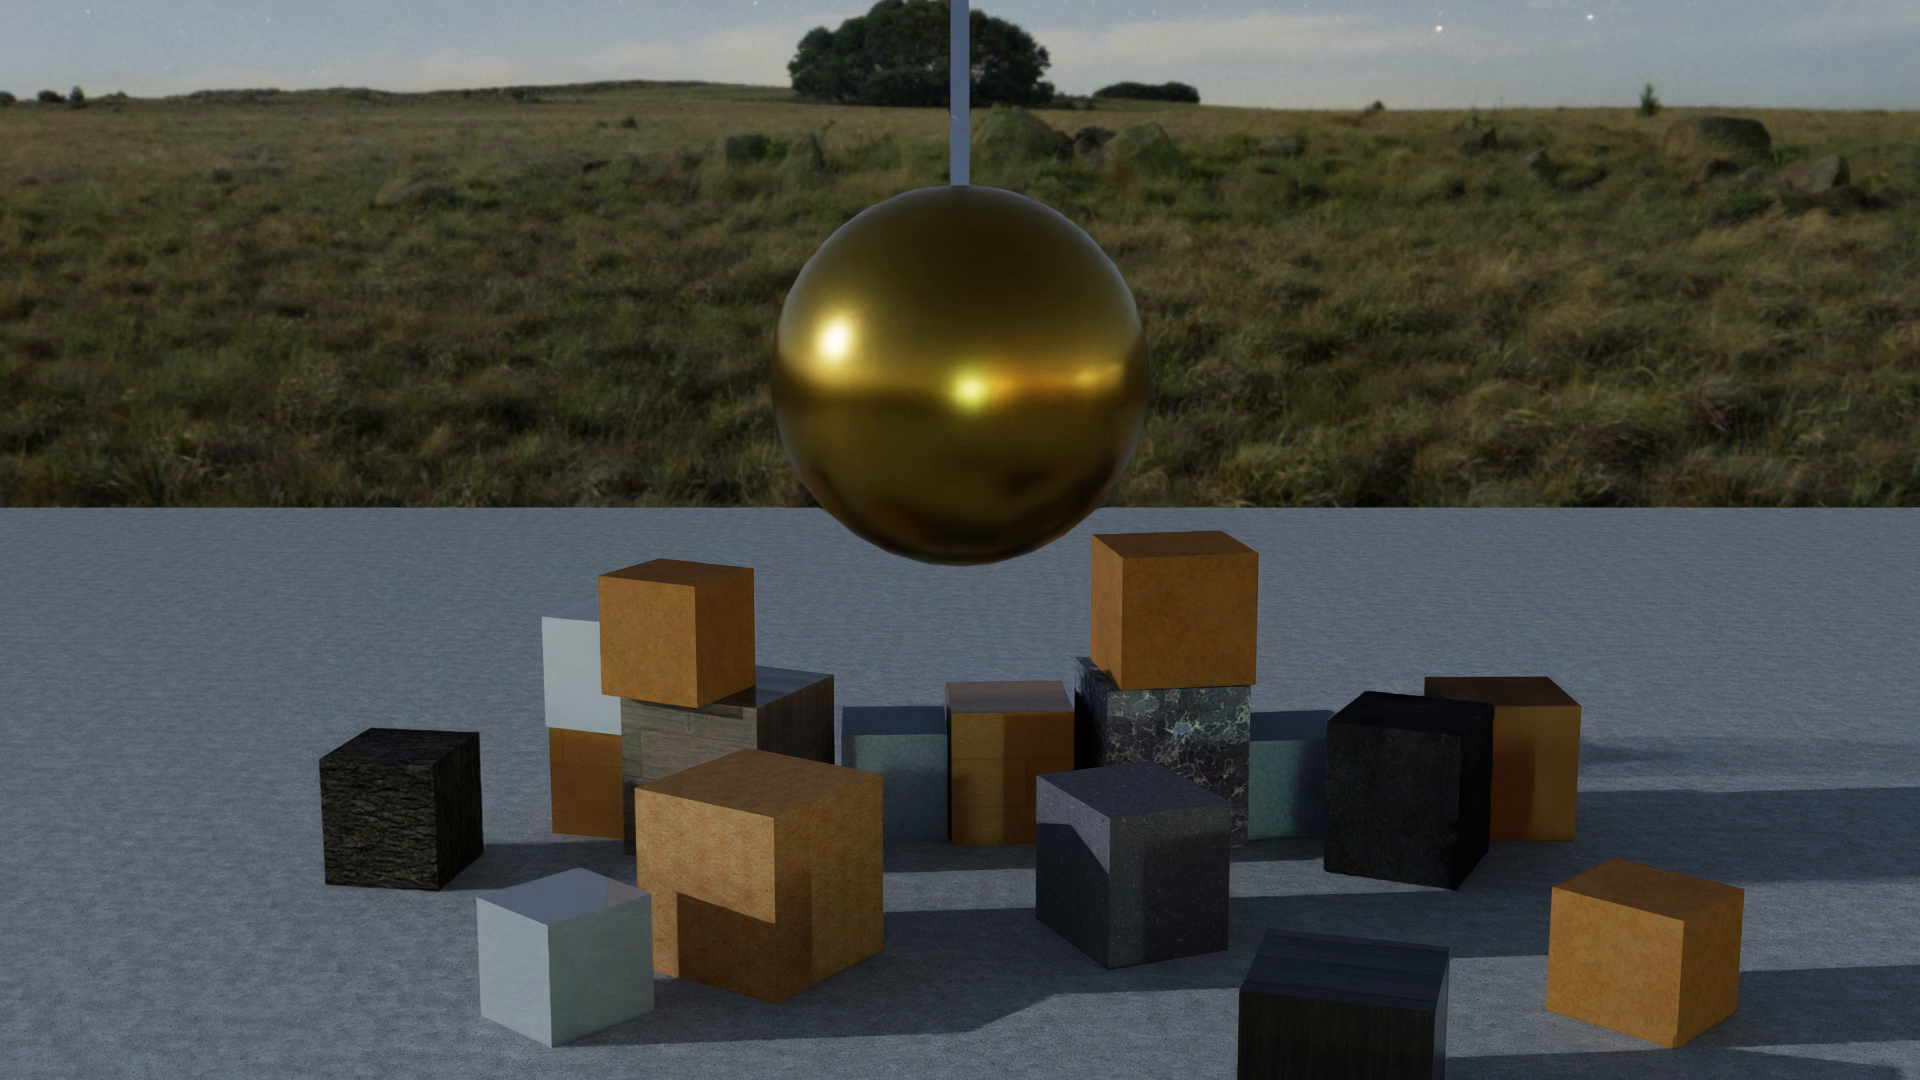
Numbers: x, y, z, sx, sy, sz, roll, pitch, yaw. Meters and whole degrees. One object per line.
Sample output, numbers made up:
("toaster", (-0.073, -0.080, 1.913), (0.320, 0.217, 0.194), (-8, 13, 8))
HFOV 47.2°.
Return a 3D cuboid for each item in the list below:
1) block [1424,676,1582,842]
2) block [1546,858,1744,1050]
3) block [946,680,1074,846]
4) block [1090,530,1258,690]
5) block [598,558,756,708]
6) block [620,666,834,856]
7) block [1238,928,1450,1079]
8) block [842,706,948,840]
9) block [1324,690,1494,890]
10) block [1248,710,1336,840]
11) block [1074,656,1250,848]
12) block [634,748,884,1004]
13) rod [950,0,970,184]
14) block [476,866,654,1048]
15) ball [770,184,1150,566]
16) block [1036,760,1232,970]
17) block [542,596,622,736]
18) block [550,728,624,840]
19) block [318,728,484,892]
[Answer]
("block", (2.789, 1.126, 11.396), (0.650, 0.706, 0.622), (0, 10, -1))
("block", (2.781, 1.665, 8.934), (0.568, 0.527, 0.522), (10, 14, 44))
("block", (0.247, 1.142, 11.363), (0.614, 0.687, 0.654), (-1, 10, -3))
("block", (1.077, 0.346, 11.158), (0.690, 0.665, 0.662), (-2, 10, -10))
("block", (-1.382, 0.447, 10.776), (0.563, 0.591, 0.508), (5, 12, 27))
("block", (-1.154, 1.124, 11.044), (0.780, 0.837, 0.754), (5, 11, 26))
("block", (1.403, 1.821, 8.010), (0.677, 0.551, 0.650), (3, 11, 17))
("block", (-0.341, 1.203, 11.398), (0.535, 0.555, 0.571), (0, 10, -2))
("block", (2.206, 1.211, 10.785), (0.647, 0.751, 0.677), (4, 11, 26))
("block", (1.716, 1.214, 11.451), (0.598, 0.515, 0.558), (-1, 10, -8))
("block", (1.024, 1.078, 11.310), (0.731, 0.831, 0.756), (-2, 10, -9))
("block", (-0.857, 1.425, 9.494), (0.752, 0.799, 0.753), (7, 12, 33))
("rod", (0.000, -4.065, 9.662), (0.080, 5.200, 0.080), (0, -7, 0))
("block", (-1.597, 1.680, 8.915), (0.475, 0.504, 0.513), (10, 14, 42))
("ball", (0.000, -0.689, 9.257), (1.600, 1.600, 1.600), (0, 10, 0))
("block", (0.761, 1.432, 9.798), (0.592, 0.677, 0.709), (-5, 11, -24))
("block", (-1.794, 0.640, 11.323), (0.463, 0.572, 0.549), (4, 11, 21))
("block", (-1.772, 1.199, 11.410), (0.531, 0.559, 0.497), (3, 11, 14))
("block", (-2.702, 1.300, 10.682), (0.567, 0.621, 0.579), (2, 10, 9))
